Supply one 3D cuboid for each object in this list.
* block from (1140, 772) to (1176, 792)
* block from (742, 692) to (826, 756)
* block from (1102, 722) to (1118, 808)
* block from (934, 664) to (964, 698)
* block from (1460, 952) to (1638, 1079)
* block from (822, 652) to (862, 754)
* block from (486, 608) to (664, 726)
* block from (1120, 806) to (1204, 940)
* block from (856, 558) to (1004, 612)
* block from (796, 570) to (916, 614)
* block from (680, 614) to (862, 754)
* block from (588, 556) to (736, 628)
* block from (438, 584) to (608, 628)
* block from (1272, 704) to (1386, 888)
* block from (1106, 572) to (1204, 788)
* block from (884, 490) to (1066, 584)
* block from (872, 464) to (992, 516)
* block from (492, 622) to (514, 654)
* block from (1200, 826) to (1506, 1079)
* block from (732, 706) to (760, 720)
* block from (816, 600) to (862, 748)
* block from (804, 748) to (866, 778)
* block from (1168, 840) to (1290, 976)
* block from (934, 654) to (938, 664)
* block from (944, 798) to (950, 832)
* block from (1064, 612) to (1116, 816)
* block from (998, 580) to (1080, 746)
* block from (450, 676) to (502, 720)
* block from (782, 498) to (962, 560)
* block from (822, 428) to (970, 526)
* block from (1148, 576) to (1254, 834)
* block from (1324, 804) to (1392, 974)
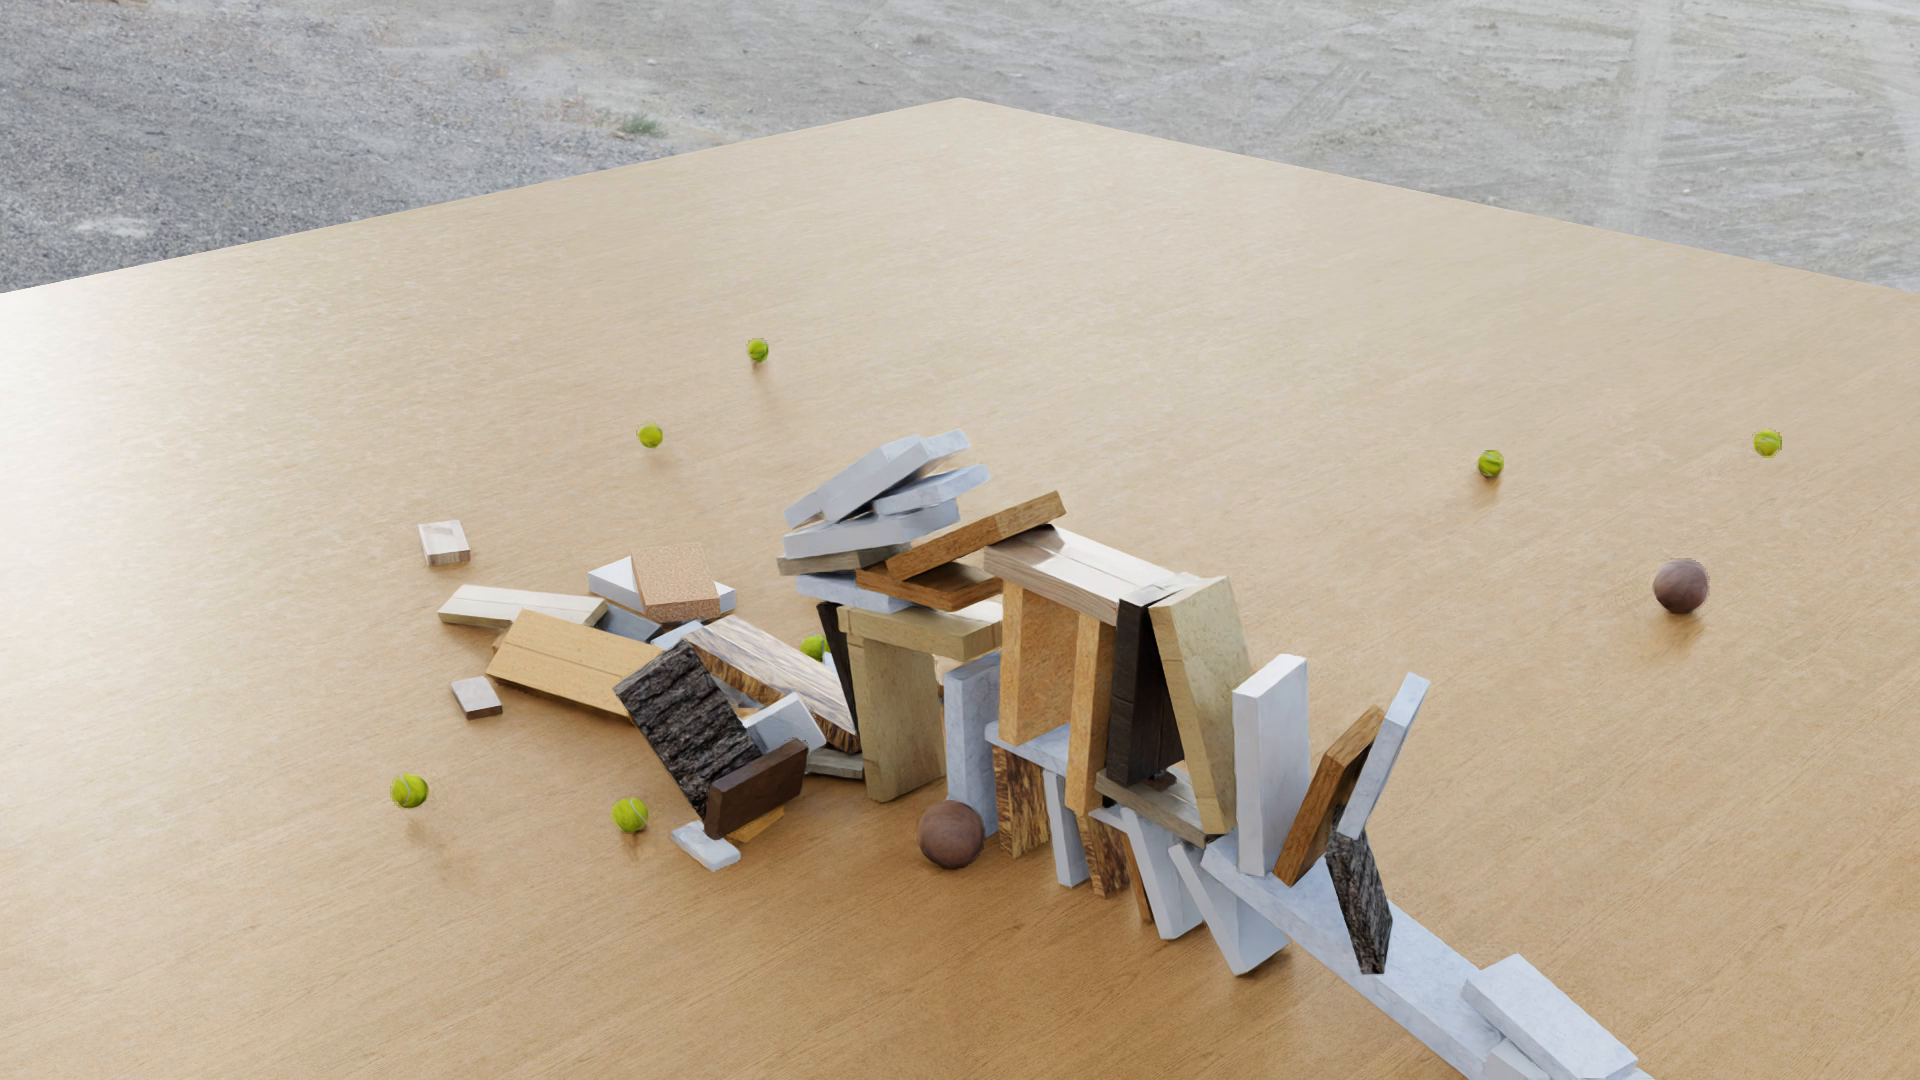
[{"bbox_3d":[0.345,0.426,4.017,0.047,0.013,0.094,-21,36,-41],"label":"block"},{"bbox_3d":[-0.411,0.422,4.481,0.249,0.122,0.035,-29,27,1],"label":"block"},{"bbox_3d":[0.289,0.406,4.068,0.013,0.188,0.047,25,33,38],"label":"block"},{"bbox_3d":[0.099,0.313,4.954,0.320,0.029,0.104,-1,23,-13],"label":"block"},{"bbox_3d":[0.948,0.783,3.545,0.130,0.037,0.259,-15,42,-36],"label":"block"},{"bbox_3d":[-0.247,0.352,4.801,0.079,0.022,0.353,4,29,-11],"label":"block"},{"bbox_3d":[-0.852,0.281,4.911,0.409,0.049,0.173,13,64,28],"label":"block"},{"bbox_3d":[0.387,0.592,4.053,0.127,0.254,0.036,-21,6,-41],"label":"block"},{"bbox_3d":[-0.063,0.079,4.340,0.138,0.039,0.276,-21,24,-40],"label":"block"},{"bbox_3d":[-0.191,0.092,4.476,0.276,0.039,0.138,11,23,44],"label":"block"},{"bbox_3d":[-0.369,0.307,4.760,0.490,0.048,0.170,27,30,27],"label":"block"},{"bbox_3d":[-0.735,0.123,5.409,0.347,0.049,0.173,19,30,38],"label":"block"},{"bbox_3d":[-1.037,0.167,5.204,0.451,0.030,0.107,4,40,32],"label":"block"},{"bbox_3d":[0.625,0.433,3.695,0.041,0.351,0.146,37,52,22],"label":"block"},{"bbox_3d":[0.348,0.249,3.926,0.050,0.355,0.177,23,30,39],"label":"block"},{"bbox_3d":[0.027,-0.005,4.203,0.172,0.049,0.345,-21,-1,-41],"label":"block"},{"bbox_3d":[-0.057,-0.098,4.311,0.122,0.035,0.244,-26,8,-32],"label":"block"},{"bbox_3d":[-0.958,0.241,5.051,0.213,0.030,0.107,12,46,27],"label":"block"},{"bbox_3d":[0.738,0.716,3.748,0.716,0.050,0.177,37,40,30],"label":"block"},{"bbox_3d":[-0.479,0.389,4.646,0.250,0.125,0.035,3,66,32],"label":"block"},{"bbox_3d":[-0.207,0.311,4.537,0.021,0.403,0.072,-8,13,40],"label":"block"},{"bbox_3d":[-0.286,0.463,4.598,0.192,0.019,0.068,6,24,14],"label":"block"},{"bbox_3d":[0.485,0.643,3.968,0.127,0.254,0.036,-22,-9,-42],"label":"block"},{"bbox_3d":[-0.165,0.279,5.067,0.208,0.029,0.104,-6,24,-14],"label":"block"},{"bbox_3d":[0.006,0.524,4.432,0.021,0.072,0.145,9,24,20],"label":"block"},{"bbox_3d":[0.280,0.295,4.047,0.048,0.408,0.169,25,33,38],"label":"block"},{"bbox_3d":[0.154,0.207,4.154,0.169,0.338,0.048,-21,33,-40],"label":"block"},{"bbox_3d":[-1.078,0.352,4.902,0.079,0.022,0.158,-10,25,-23],"label":"block"},{"bbox_3d":[-0.181,-0.022,4.425,0.340,0.048,0.170,-8,10,43],"label":"block"},{"bbox_3d":[-0.129,-0.126,4.390,0.292,0.041,0.146,-32,-5,35],"label":"block"},{"bbox_3d":[0.450,0.288,3.861,0.049,0.416,0.172,-5,13,46],"label":"block"},{"bbox_3d":[0.662,0.578,3.641,0.037,0.259,0.130,-8,30,23],"label":"block"}]
